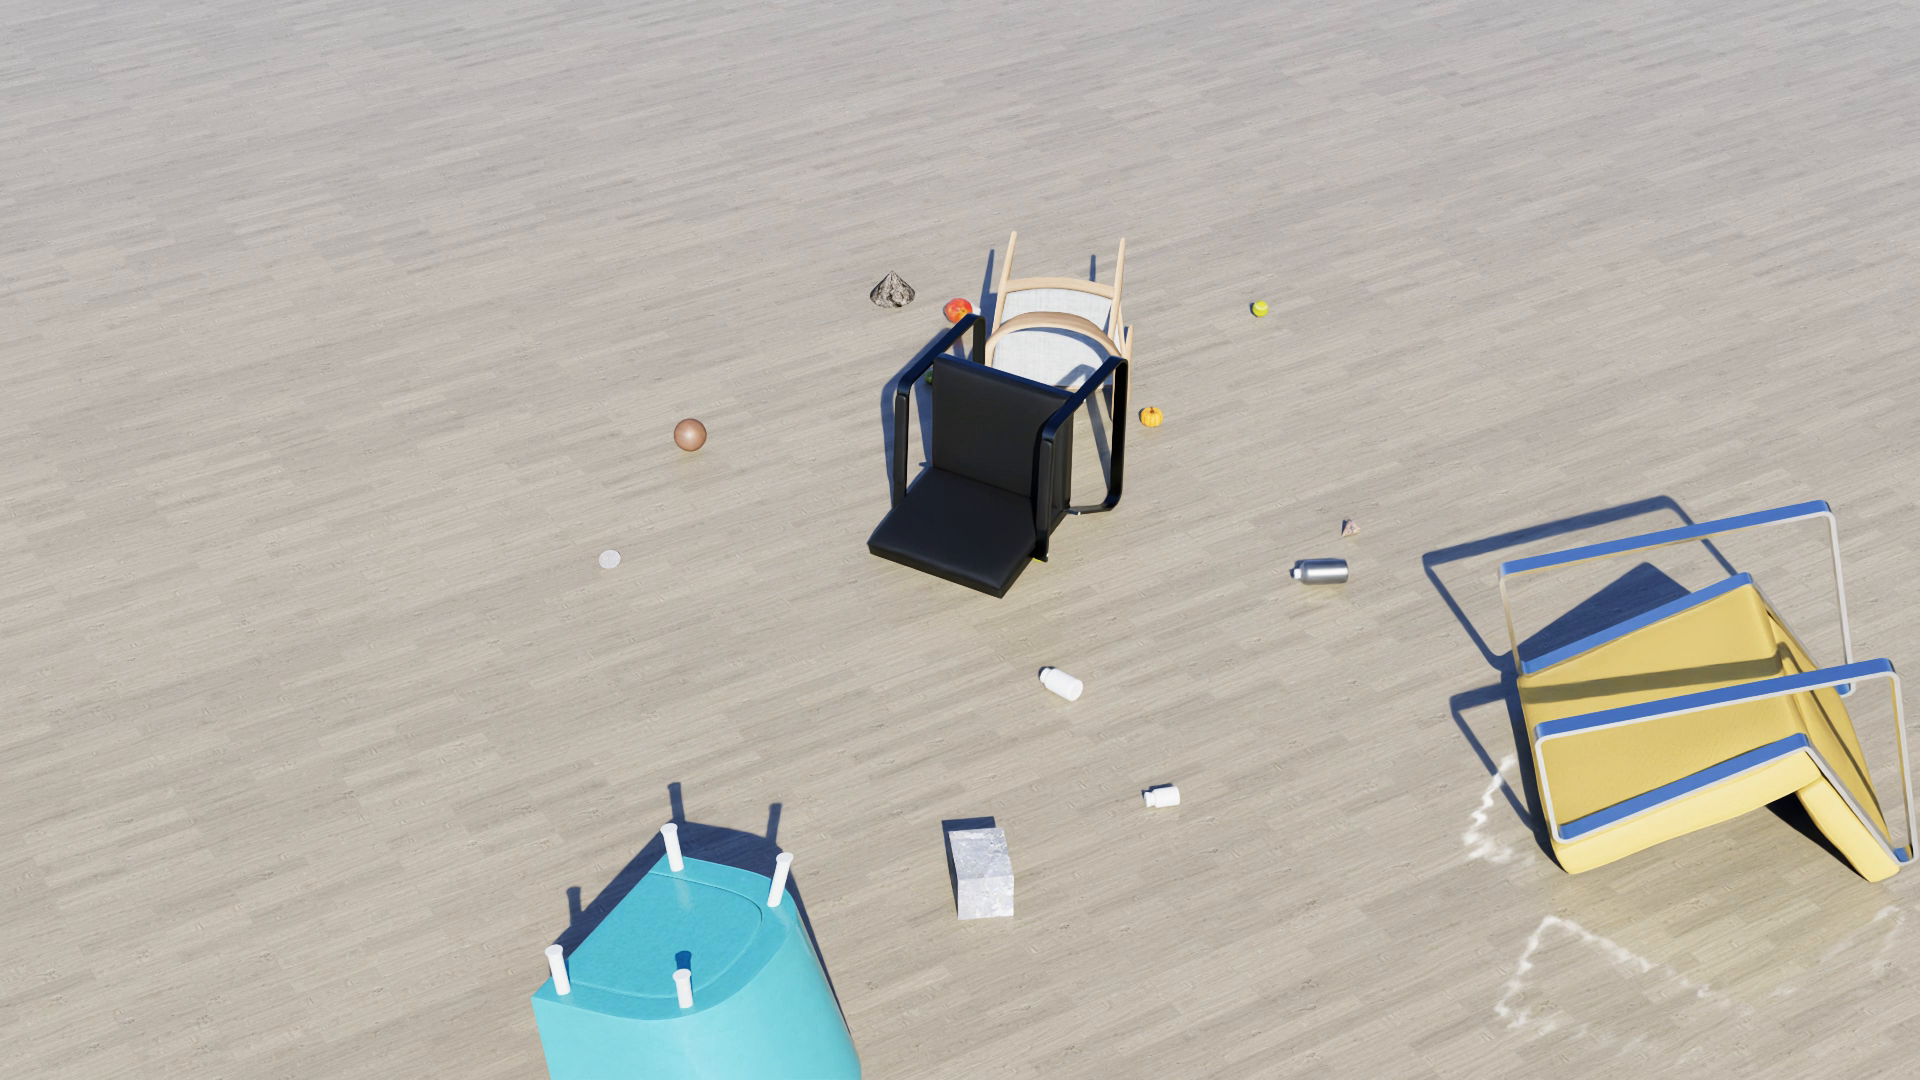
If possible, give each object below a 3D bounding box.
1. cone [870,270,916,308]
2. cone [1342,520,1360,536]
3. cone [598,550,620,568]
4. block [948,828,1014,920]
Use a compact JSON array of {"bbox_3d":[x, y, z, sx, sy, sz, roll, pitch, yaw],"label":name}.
[{"bbox_3d":[-0.288,-1.097,12.499,0.194,0.121,0.232,3,33,4],"label":"cone"},{"bbox_3d":[1.449,-0.032,10.965,0.065,0.066,0.076,-41,22,-8],"label":"cone"},{"bbox_3d":[-1.297,0.069,10.813,0.080,0.067,0.063,-12,3,-12],"label":"cone"},{"bbox_3d":[0.065,1.047,9.209,0.173,0.161,0.239,-4,34,-6],"label":"block"}]
